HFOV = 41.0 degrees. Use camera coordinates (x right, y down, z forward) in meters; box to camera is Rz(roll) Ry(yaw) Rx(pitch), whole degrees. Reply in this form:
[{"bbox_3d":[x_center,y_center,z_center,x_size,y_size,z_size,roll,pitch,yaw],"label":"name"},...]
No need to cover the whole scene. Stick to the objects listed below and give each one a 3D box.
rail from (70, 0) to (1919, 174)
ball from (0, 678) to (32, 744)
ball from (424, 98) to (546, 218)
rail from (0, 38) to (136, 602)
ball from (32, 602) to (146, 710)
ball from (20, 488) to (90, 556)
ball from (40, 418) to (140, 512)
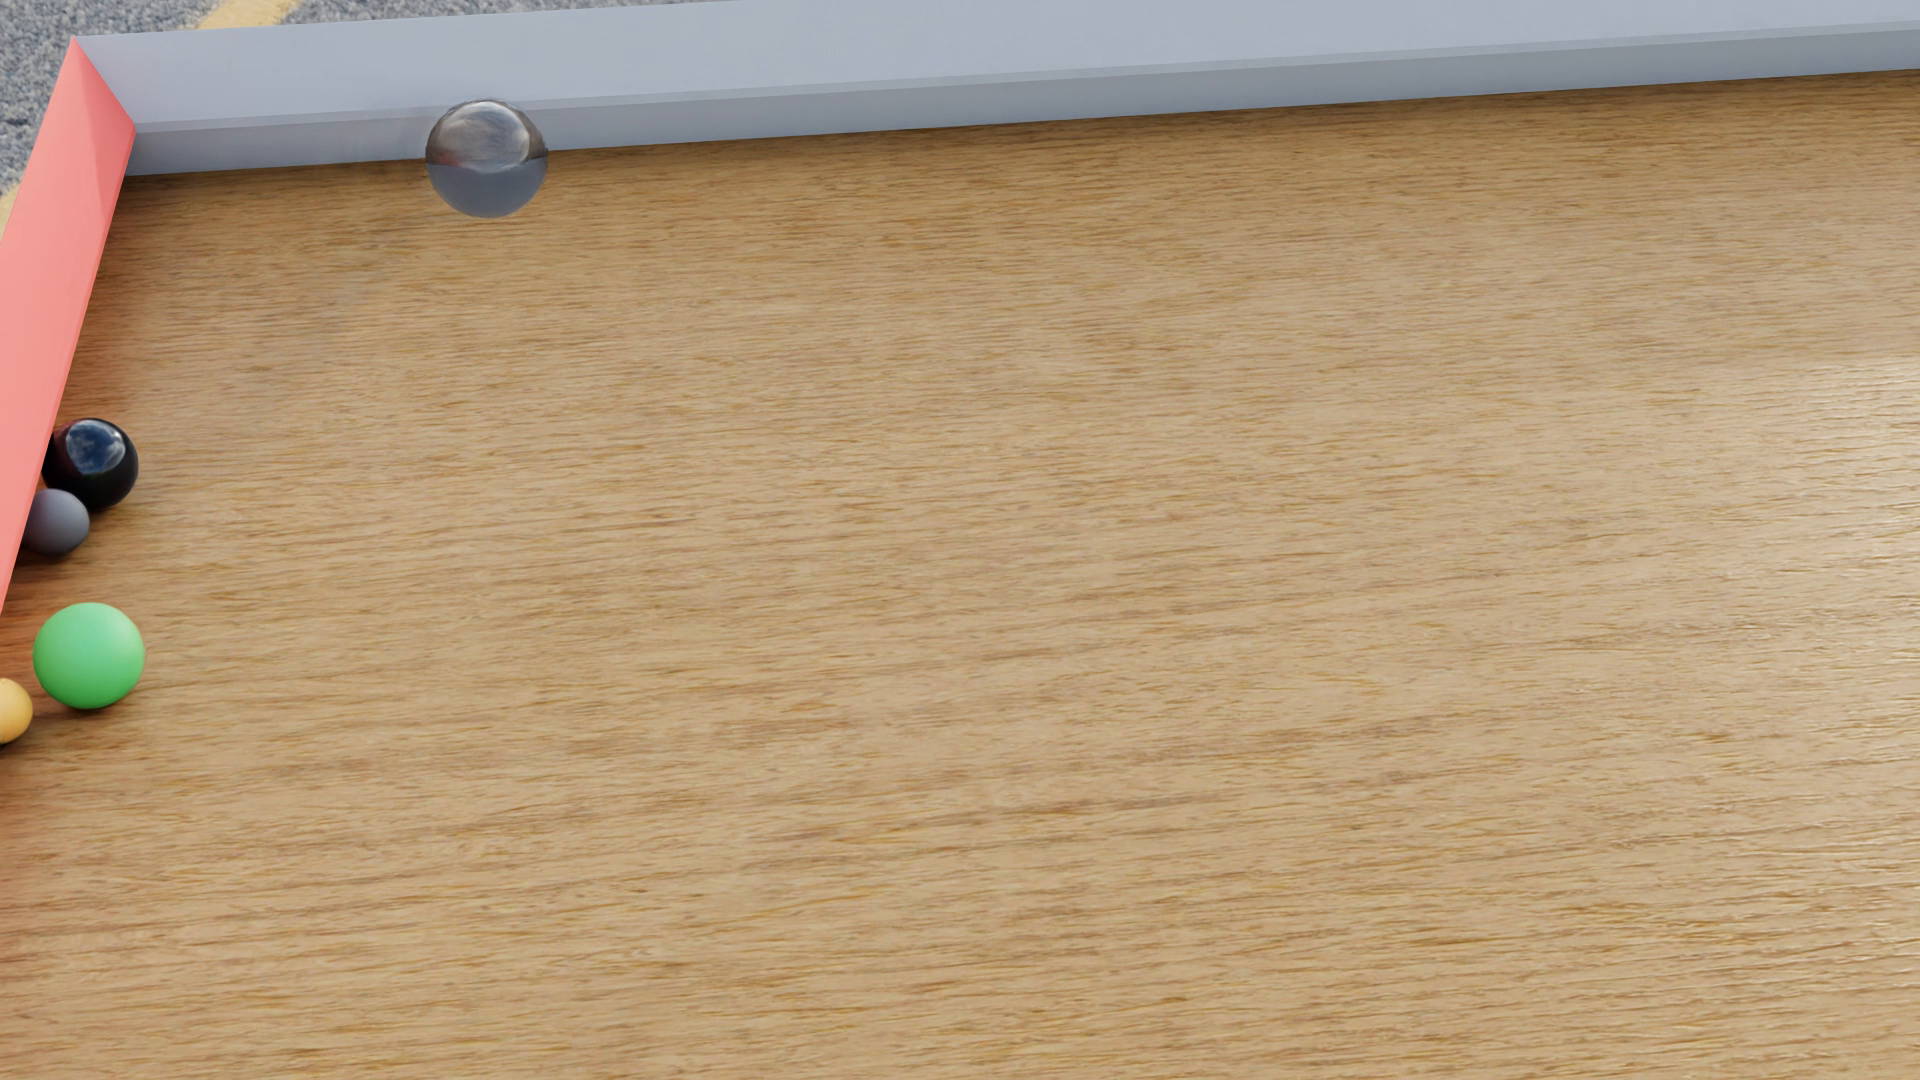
[{"bbox_3d":[0.565,-0.451,2.277,2.617,0.128,0.045,-4,36,-6],"label":"rail"},{"bbox_3d":[-0.594,0.106,1.582,0.041,0.041,0.041,0,36,0],"label":"ball"},{"bbox_3d":[-0.391,-0.314,2.115,0.099,0.099,0.099,0,36,0],"label":"ball"},{"bbox_3d":[-0.625,0.017,1.629,0.045,0.128,1.322,-4,36,-6],"label":"rail"},{"bbox_3d":[-0.545,0.072,1.606,0.067,0.067,0.067,0,36,0],"label":"ball"},{"bbox_3d":[-0.615,-0.012,1.740,0.046,0.046,0.046,0,36,0],"label":"ball"},{"bbox_3d":[-0.604,-0.052,1.780,0.065,0.065,0.065,0,36,0],"label":"ball"}]
